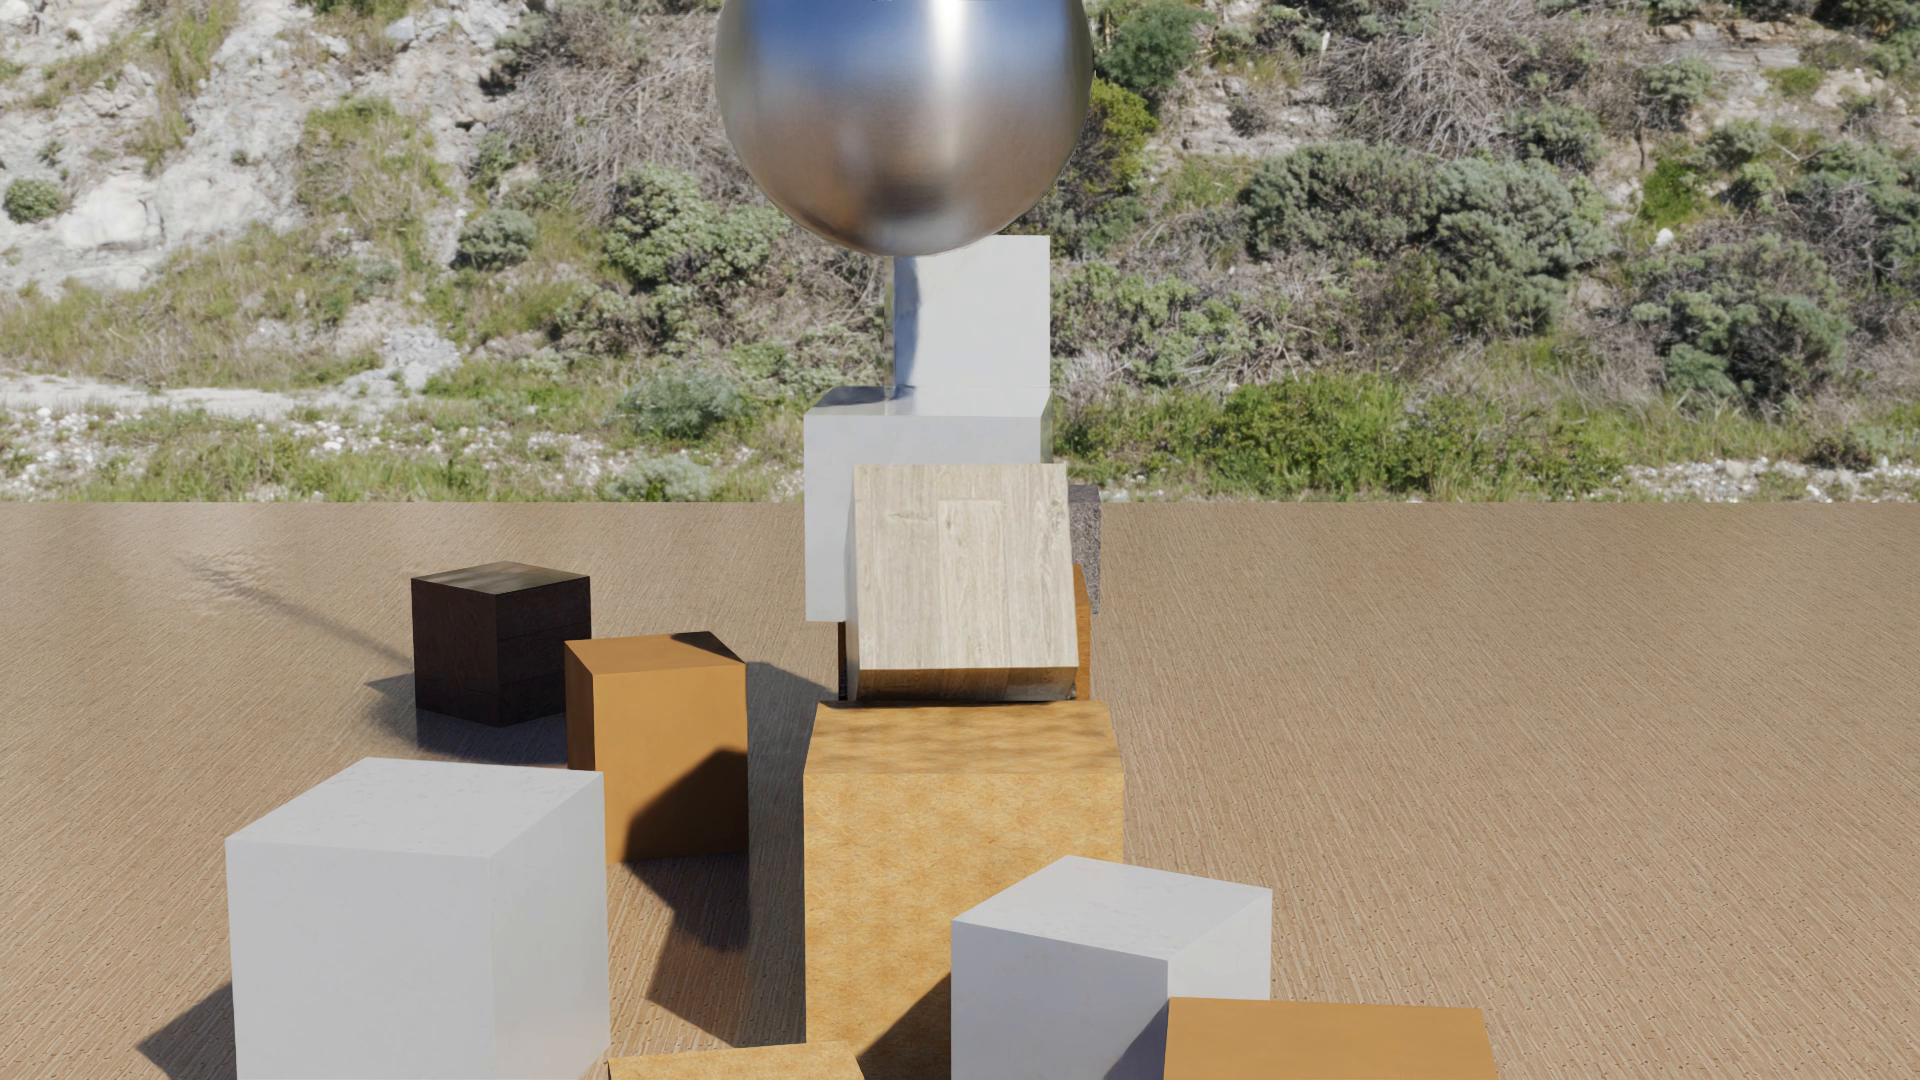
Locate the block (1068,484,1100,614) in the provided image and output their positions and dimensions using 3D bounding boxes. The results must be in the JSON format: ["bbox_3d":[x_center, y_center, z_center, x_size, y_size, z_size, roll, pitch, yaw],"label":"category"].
[{"bbox_3d":[0.602,0.055,17.180,0.649,0.746,0.735,0,10,1],"label":"block"}]

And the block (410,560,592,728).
[{"bbox_3d":[-2.559,0.570,14.358,0.718,0.741,0.681,8,13,39],"label":"block"}]

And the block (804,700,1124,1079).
[{"bbox_3d":[0.011,1.268,9.405,1.098,1.139,1.042,0,10,0],"label":"block"}]

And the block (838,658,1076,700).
[{"bbox_3d":[-0.009,1.019,11.183,0.986,0.994,0.908,0,10,0],"label":"block"}]

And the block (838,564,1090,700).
[{"bbox_3d":[0.018,0.770,12.099,1.134,1.156,0.980,0,10,0],"label":"block"}]

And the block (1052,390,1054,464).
[{"bbox_3d":[0.005,-0.304,12.567,0.874,0.834,0.797,0,0,0],"label":"block"}]

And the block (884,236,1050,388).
[{"bbox_3d":[0.023,-1.088,12.641,0.747,0.735,0.785,0,0,-5],"label":"block"}]

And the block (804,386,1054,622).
[{"bbox_3d":[-0.119,-0.177,11.544,1.018,0.906,1.034,1,10,5],"label":"block"}]

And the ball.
[{"bbox_3d":[-0.239,-1.996,10.817,1.600,1.600,1.600,0,10,0],"label":"ball"}]

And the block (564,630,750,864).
[{"bbox_3d":[-1.414,0.947,11.914,0.698,0.874,0.733,-3,11,-18],"label":"block"}]

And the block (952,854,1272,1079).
[{"bbox_3d":[0.491,1.602,8.226,0.747,0.906,0.783,6,12,29],"label":"block"}]

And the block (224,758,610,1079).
[{"bbox_3d":[-1.843,1.414,8.894,0.921,1.035,1.048,2,11,12],"label":"block"}]

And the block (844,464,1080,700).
[{"bbox_3d":[-0.019,0.269,10.112,0.817,0.831,0.921,-1,-23,-5],"label":"block"}]

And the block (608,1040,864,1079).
[{"bbox_3d":[-0.595,1.886,7.091,0.688,0.751,0.672,-2,11,-11],"label":"block"}]

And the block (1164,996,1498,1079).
[{"bbox_3d":[1.030,1.841,7.226,0.912,0.792,0.913,1,10,6],"label":"block"}]
